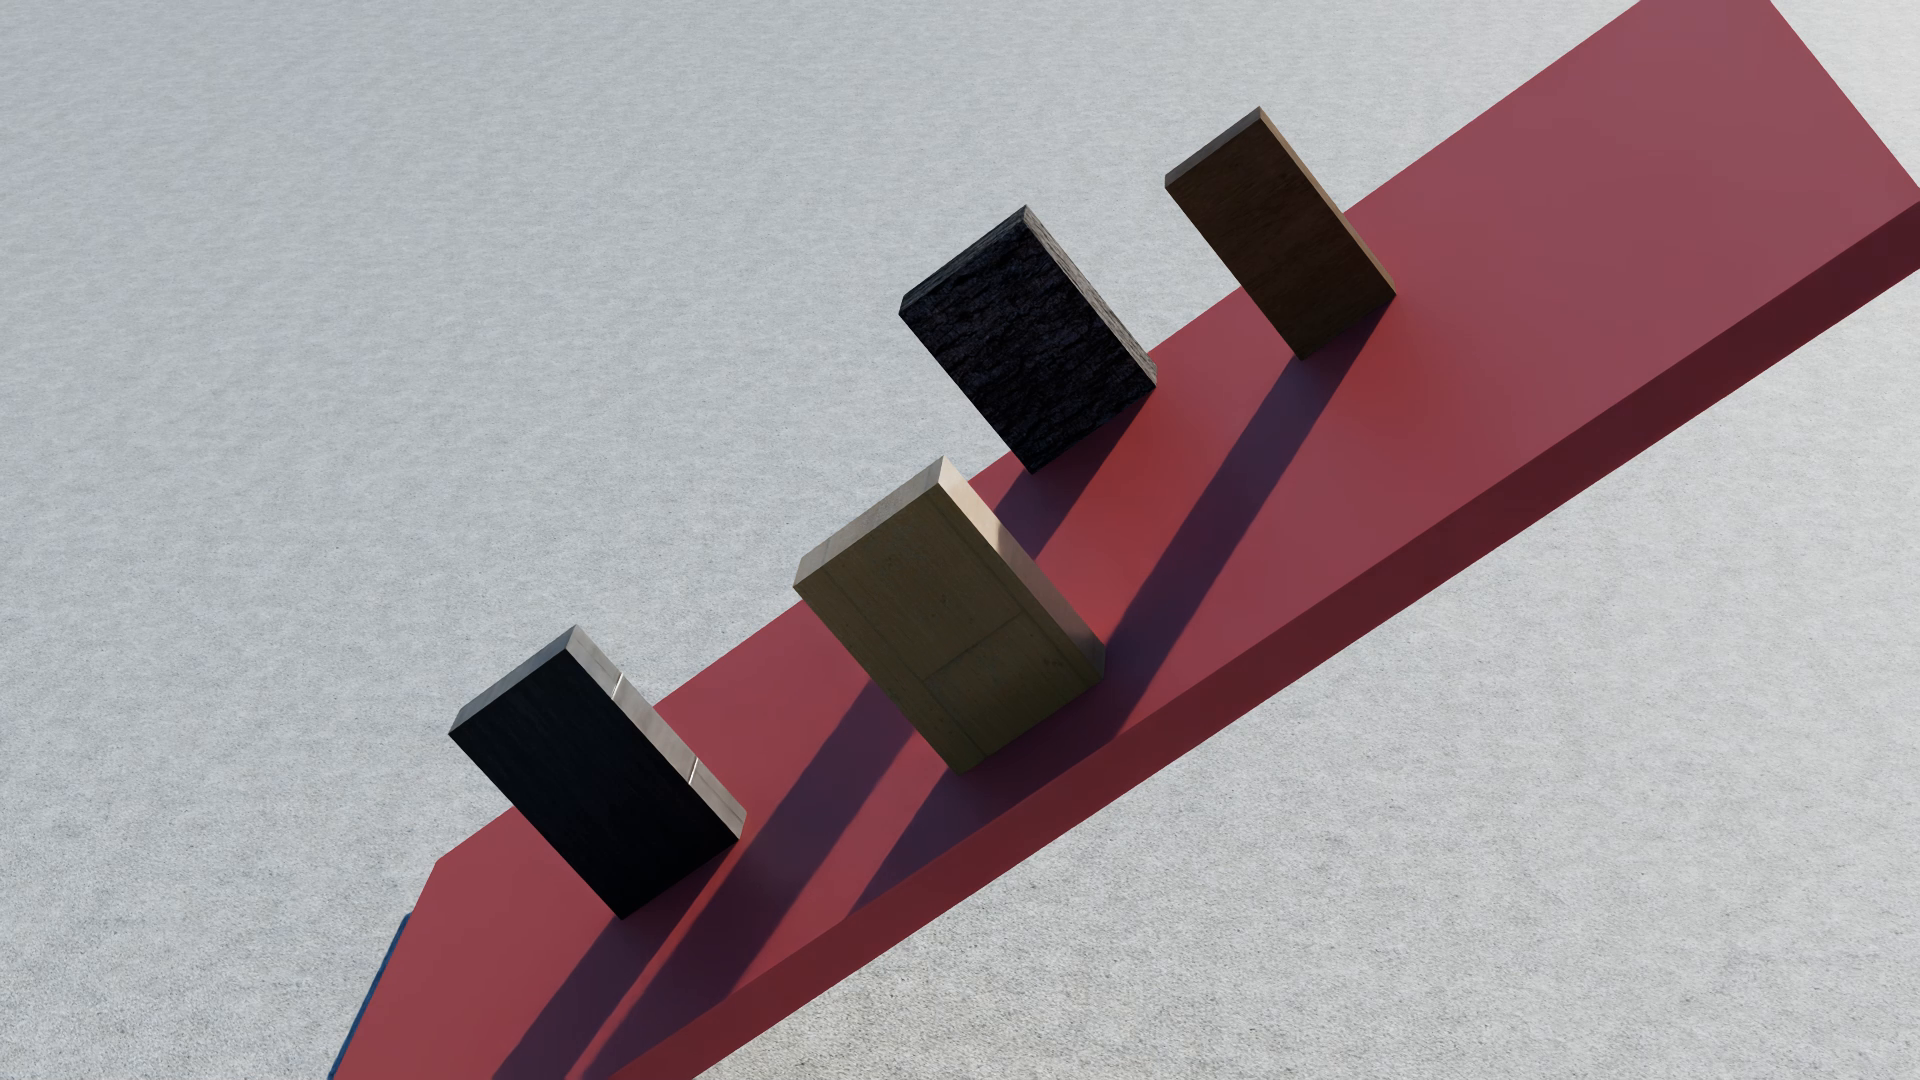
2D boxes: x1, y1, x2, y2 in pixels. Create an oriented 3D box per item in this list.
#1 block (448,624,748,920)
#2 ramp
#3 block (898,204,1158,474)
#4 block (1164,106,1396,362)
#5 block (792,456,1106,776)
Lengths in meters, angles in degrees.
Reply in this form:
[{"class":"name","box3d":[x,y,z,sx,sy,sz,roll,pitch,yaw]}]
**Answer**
[{"class":"block","box3d":[-0.773,0.501,6.306,0.338,0.564,0.122,-35,16,17]},{"class":"ramp","box3d":[0.124,0.183,6.333,4.000,0.100,2.000,-35,16,17]},{"class":"block","box3d":[0.162,-0.468,6.901,0.370,0.504,0.138,-35,16,17]},{"class":"block","box3d":[0.679,-0.647,6.231,0.248,0.483,0.097,-35,16,17]},{"class":"block","box3d":[-0.017,0.148,5.629,0.354,0.503,0.141,-35,16,17]}]
